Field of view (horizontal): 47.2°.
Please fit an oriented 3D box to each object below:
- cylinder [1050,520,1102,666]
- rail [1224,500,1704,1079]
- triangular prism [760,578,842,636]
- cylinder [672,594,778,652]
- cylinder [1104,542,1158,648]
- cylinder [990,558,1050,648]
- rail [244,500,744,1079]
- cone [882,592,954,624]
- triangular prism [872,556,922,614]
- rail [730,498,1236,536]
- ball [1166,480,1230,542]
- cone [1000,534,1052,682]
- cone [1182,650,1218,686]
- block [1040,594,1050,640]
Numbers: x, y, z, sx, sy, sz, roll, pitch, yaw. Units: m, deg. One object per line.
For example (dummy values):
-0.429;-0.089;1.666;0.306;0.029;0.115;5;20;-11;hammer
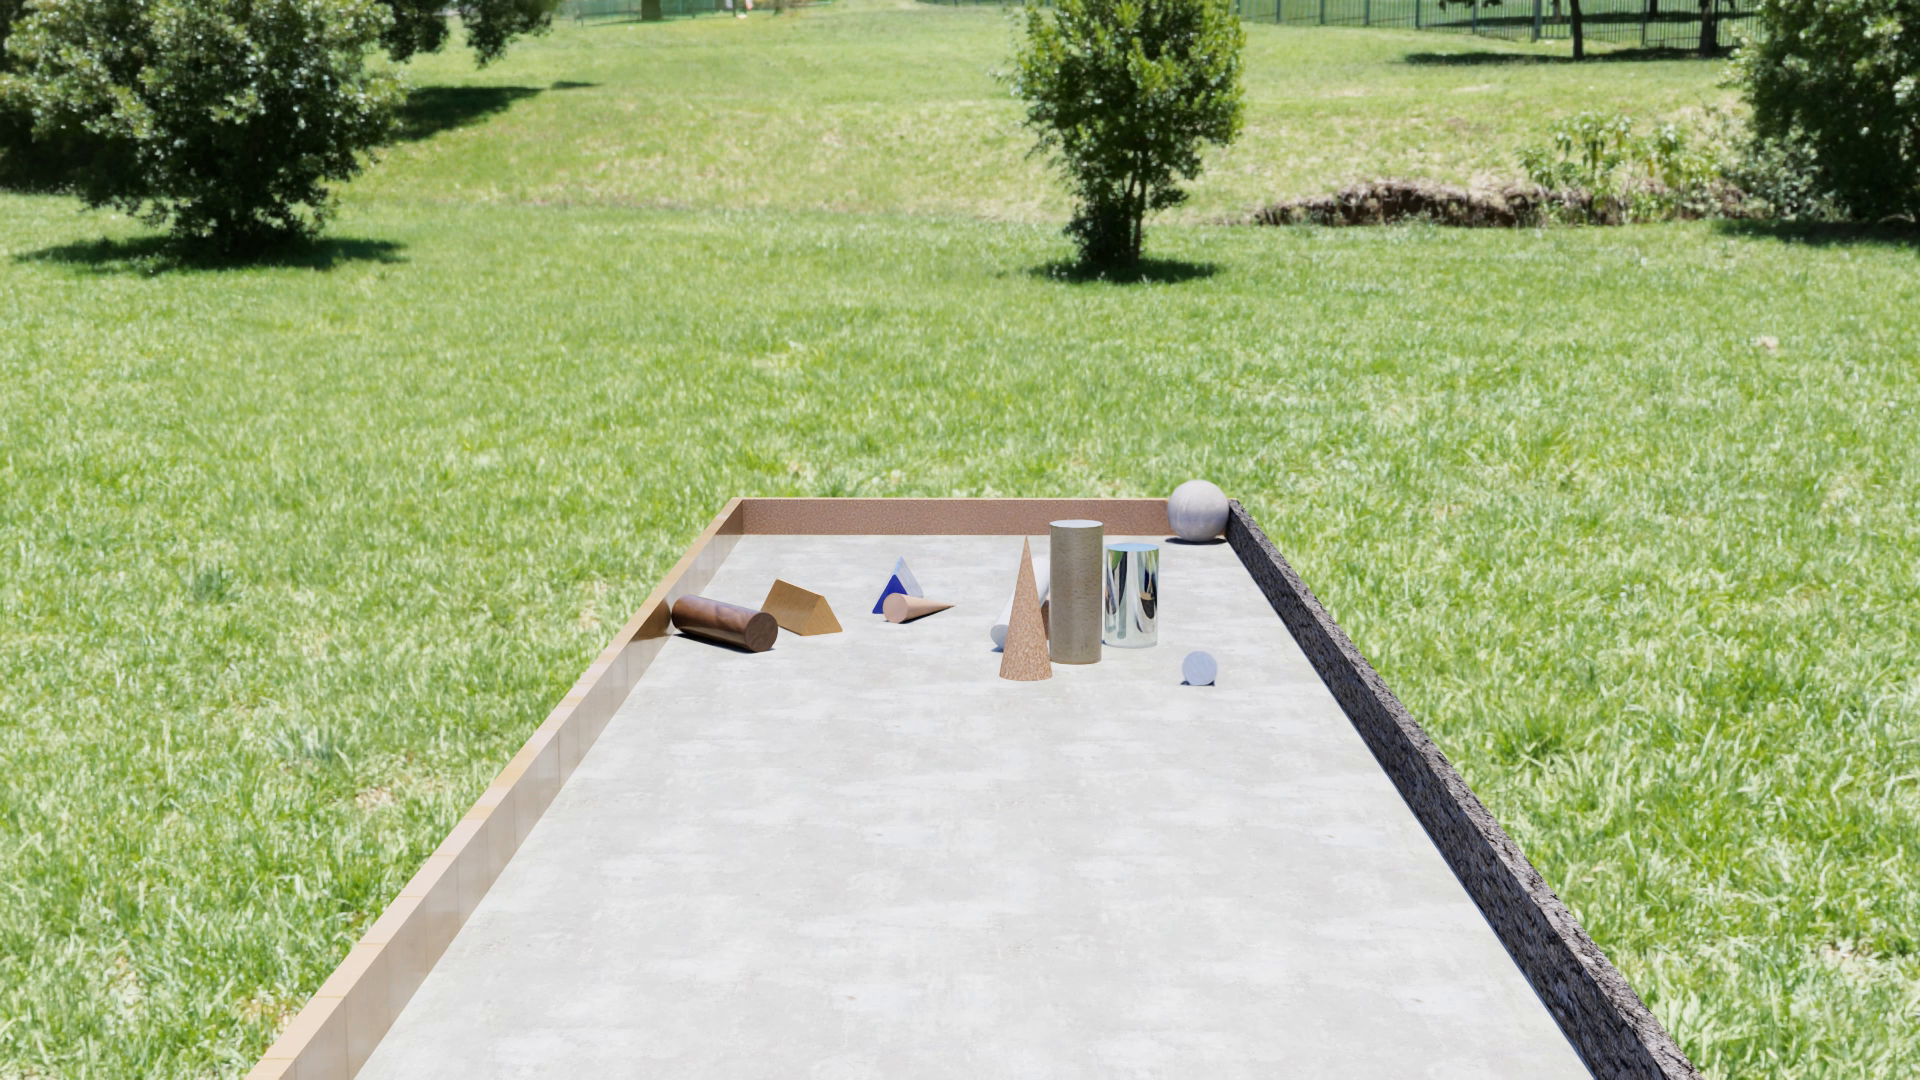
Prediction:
0.352;0.157;6.676;0.160;0.419;0.160;0;9;0;cylinder
1.046;0.843;3.208;0.050;0.150;12.000;0;9;1;rail
-0.528;0.214;7.234;0.145;0.125;0.355;-4;10;-28;triangular prism
-0.747;0.262;6.956;0.126;0.126;0.408;-8;12;-41;cylinder
0.540;0.175;6.921;0.167;0.309;0.167;0;9;0;cylinder
0.204;0.200;6.928;0.107;0.107;0.332;4;40;25;cylinder
-1.004;0.839;3.234;0.050;0.150;12.000;0;9;1;rail
-0.112;0.226;7.427;0.100;0.100;0.373;6;3;33;cone
-0.214;0.153;7.598;0.154;0.133;0.363;0;9;2;triangular prism
0.099;-0.098;9.147;2.100;0.150;0.050;0;9;1;rail
0.968;-0.119;8.950;0.255;0.255;0.255;0;9;0;ball
0.194;0.187;6.455;0.159;0.430;0.159;0;9;0;cone
0.725;0.365;6.537;0.104;0.104;0.389;2;1;10;cone
0.322;0.234;7.174;0.112;0.112;0.374;5;10;28;block
